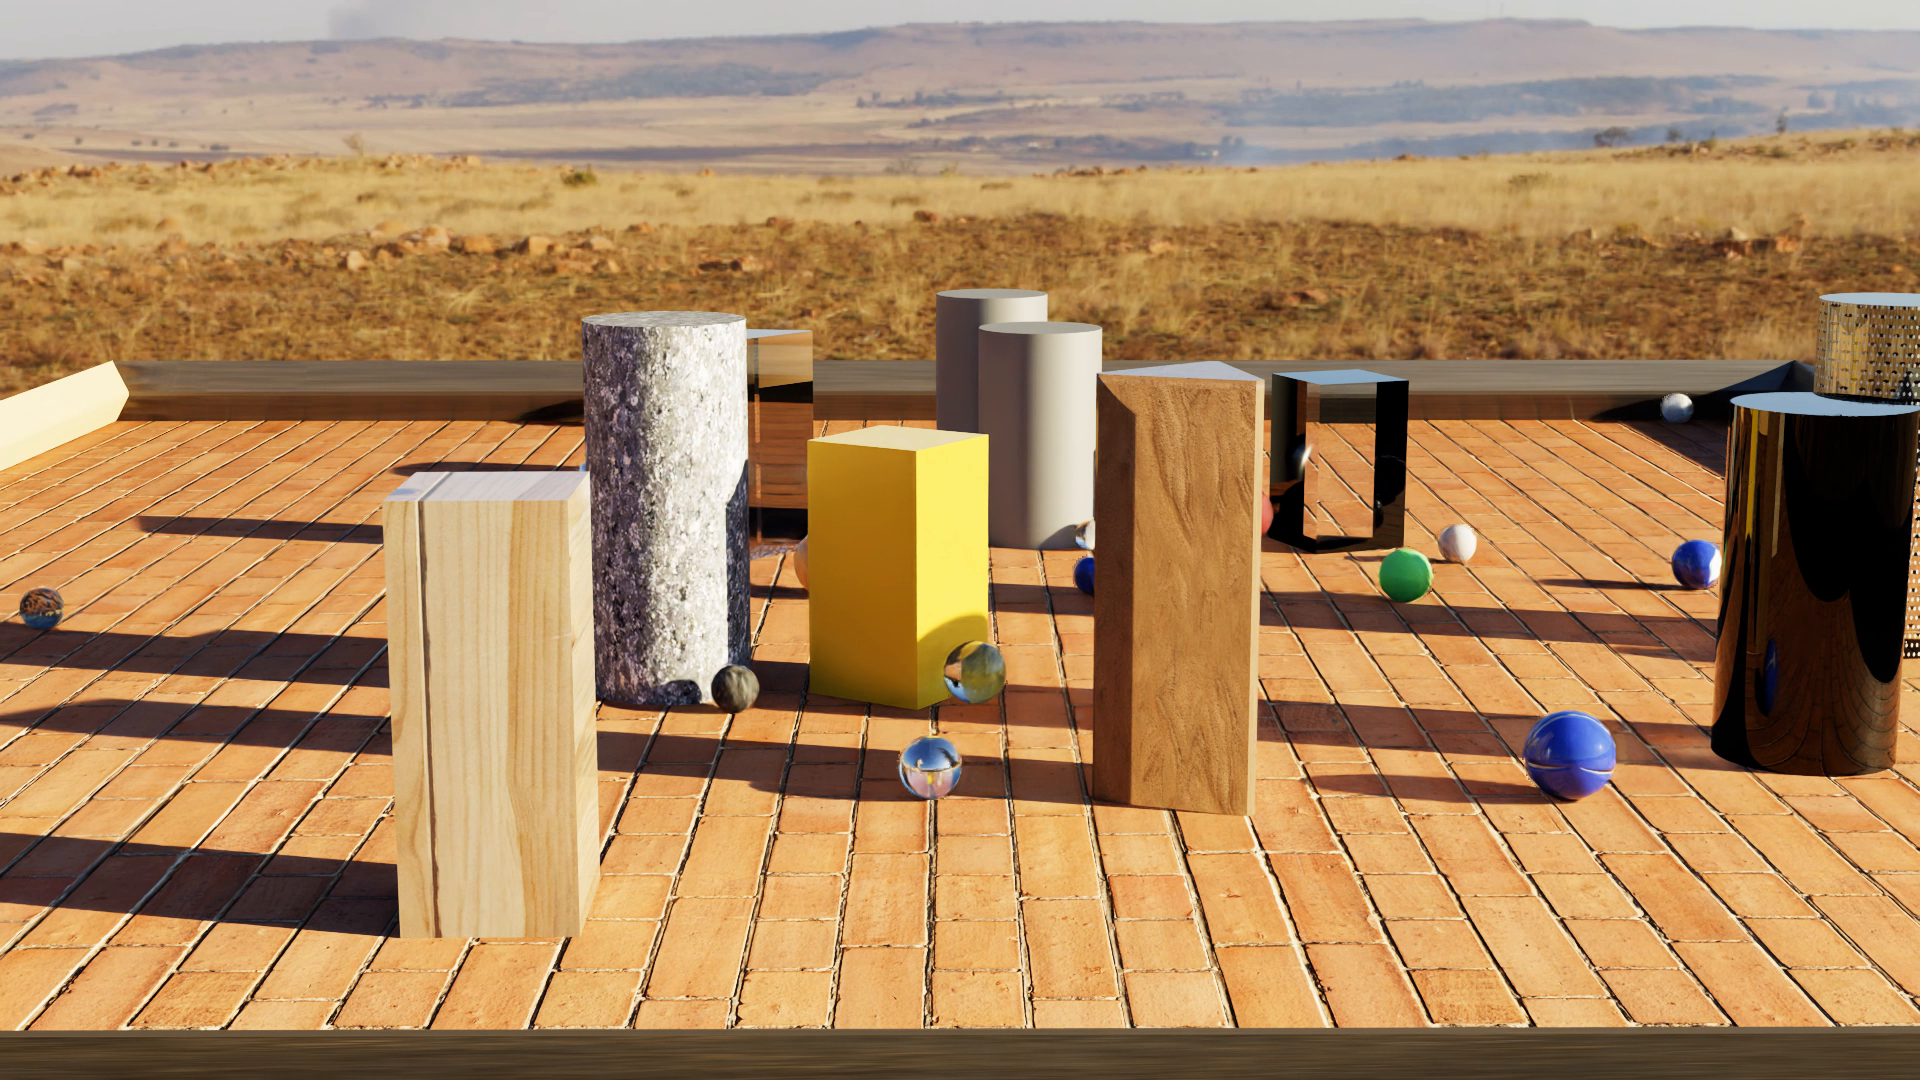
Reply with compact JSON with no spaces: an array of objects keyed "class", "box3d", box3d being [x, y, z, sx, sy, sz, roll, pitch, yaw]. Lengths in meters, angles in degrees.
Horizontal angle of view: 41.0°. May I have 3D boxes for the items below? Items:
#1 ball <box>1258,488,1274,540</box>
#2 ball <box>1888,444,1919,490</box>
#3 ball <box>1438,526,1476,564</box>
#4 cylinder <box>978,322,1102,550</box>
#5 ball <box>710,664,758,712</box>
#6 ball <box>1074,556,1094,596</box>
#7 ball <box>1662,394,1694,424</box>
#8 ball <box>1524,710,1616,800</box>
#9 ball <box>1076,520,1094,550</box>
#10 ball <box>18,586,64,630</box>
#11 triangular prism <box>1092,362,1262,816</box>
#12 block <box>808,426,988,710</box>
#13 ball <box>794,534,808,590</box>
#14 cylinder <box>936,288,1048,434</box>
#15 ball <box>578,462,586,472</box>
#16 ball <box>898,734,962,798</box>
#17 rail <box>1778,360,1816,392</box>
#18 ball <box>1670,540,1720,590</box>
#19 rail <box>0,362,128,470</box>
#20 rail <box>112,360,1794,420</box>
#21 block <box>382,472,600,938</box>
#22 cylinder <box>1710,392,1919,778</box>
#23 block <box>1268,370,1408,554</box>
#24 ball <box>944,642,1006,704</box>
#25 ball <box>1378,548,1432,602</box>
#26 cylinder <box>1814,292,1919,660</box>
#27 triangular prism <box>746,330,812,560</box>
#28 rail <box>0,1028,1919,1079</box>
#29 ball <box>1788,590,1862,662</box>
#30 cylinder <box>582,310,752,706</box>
[{"class":"ball","box3d":[0.435,-0.040,3.927,0.090,0.090,0.090,0,11,0]},{"class":"ball","box3d":[1.637,-0.125,4.409,0.080,0.080,0.080,0,11,0]},{"class":"ball","box3d":[0.731,0.006,3.774,0.056,0.056,0.056,0,11,0]},{"class":"cylinder","box3d":[0.122,-0.163,3.942,0.189,0.327,0.189,0,11,0]},{"class":"ball","box3d":[-0.255,0.168,2.908,0.054,0.054,0.054,0,11,0]},{"class":"ball","box3d":[0.184,0.049,3.547,0.054,0.054,0.054,0,11,0]},{"class":"ball","box3d":[1.459,-0.267,5.218,0.062,0.062,0.062,0,11,0]},{"class":"ball","box3d":[0.609,0.215,2.562,0.090,0.090,0.090,0,11,0]},{"class":"ball","box3d":[0.197,-0.008,3.876,0.045,0.045,0.045,0,11,0]},{"class":"ball","box3d":[-1.192,0.089,3.330,0.056,0.056,0.056,0,11,0]},{"class":"triangular prism","box3d":[0.233,0.042,2.565,0.163,0.428,0.141,4,11,20]},{"class":"block","box3d":[-0.071,0.028,2.995,0.151,0.298,0.151,7,12,32]},{"class":"ball","box3d":[-0.182,0.030,3.538,0.094,0.094,0.094,0,11,0]},{"class":"cylinder","box3d":[0.054,-0.249,4.367,0.189,0.340,0.189,0,11,0]},{"class":"ball","box3d":[-0.640,-0.116,4.454,0.045,0.045,0.045,0,11,0]},{"class":"ball","box3d":[-0.030,0.227,2.568,0.064,0.064,0.064,0,11,0]},{"class":"rail","box3d":[1.701,0.030,3.459,0.045,0.122,3.698,0,11,0]},{"class":"ball","box3d":[1.029,0.034,3.584,0.070,0.070,0.070,0,11,0]},{"class":"rail","box3d":[-1.701,0.033,3.440,0.045,0.122,3.698,0,11,0]},{"class":"rail","box3d":[-0.011,-0.303,5.244,3.449,0.122,0.045,0,11,0]},{"class":"block","box3d":[-0.398,0.138,2.202,0.151,0.373,0.151,0,11,-1]},{"class":"cylinder","box3d":[0.899,0.043,2.705,0.189,0.376,0.189,0,11,0]},{"class":"block","box3d":[0.576,-0.122,3.913,0.151,0.256,0.151,-4,11,-21]},{"class":"ball","box3d":[0.017,0.152,2.947,0.072,0.072,0.072,0,11,0]},{"class":"ball","box3d":[0.608,0.048,3.499,0.073,0.073,0.073,0,11,0]},{"class":"cylinder","box3d":[1.164,-0.084,3.221,0.189,0.436,0.189,0,11,0]},{"class":"triangular prism","box3d":[-0.328,-0.149,3.858,0.141,0.329,0.163,8,13,38]},{"class":"rail","box3d":[0.011,0.366,1.655,3.449,0.122,0.045,0,11,0]},{"class":"ball","box3d":[1.063,0.106,3.155,0.087,0.087,0.087,0,11,0]},{"class":"cylinder","box3d":[-0.341,-0.041,2.994,0.189,0.434,0.189,0,11,0]}]
